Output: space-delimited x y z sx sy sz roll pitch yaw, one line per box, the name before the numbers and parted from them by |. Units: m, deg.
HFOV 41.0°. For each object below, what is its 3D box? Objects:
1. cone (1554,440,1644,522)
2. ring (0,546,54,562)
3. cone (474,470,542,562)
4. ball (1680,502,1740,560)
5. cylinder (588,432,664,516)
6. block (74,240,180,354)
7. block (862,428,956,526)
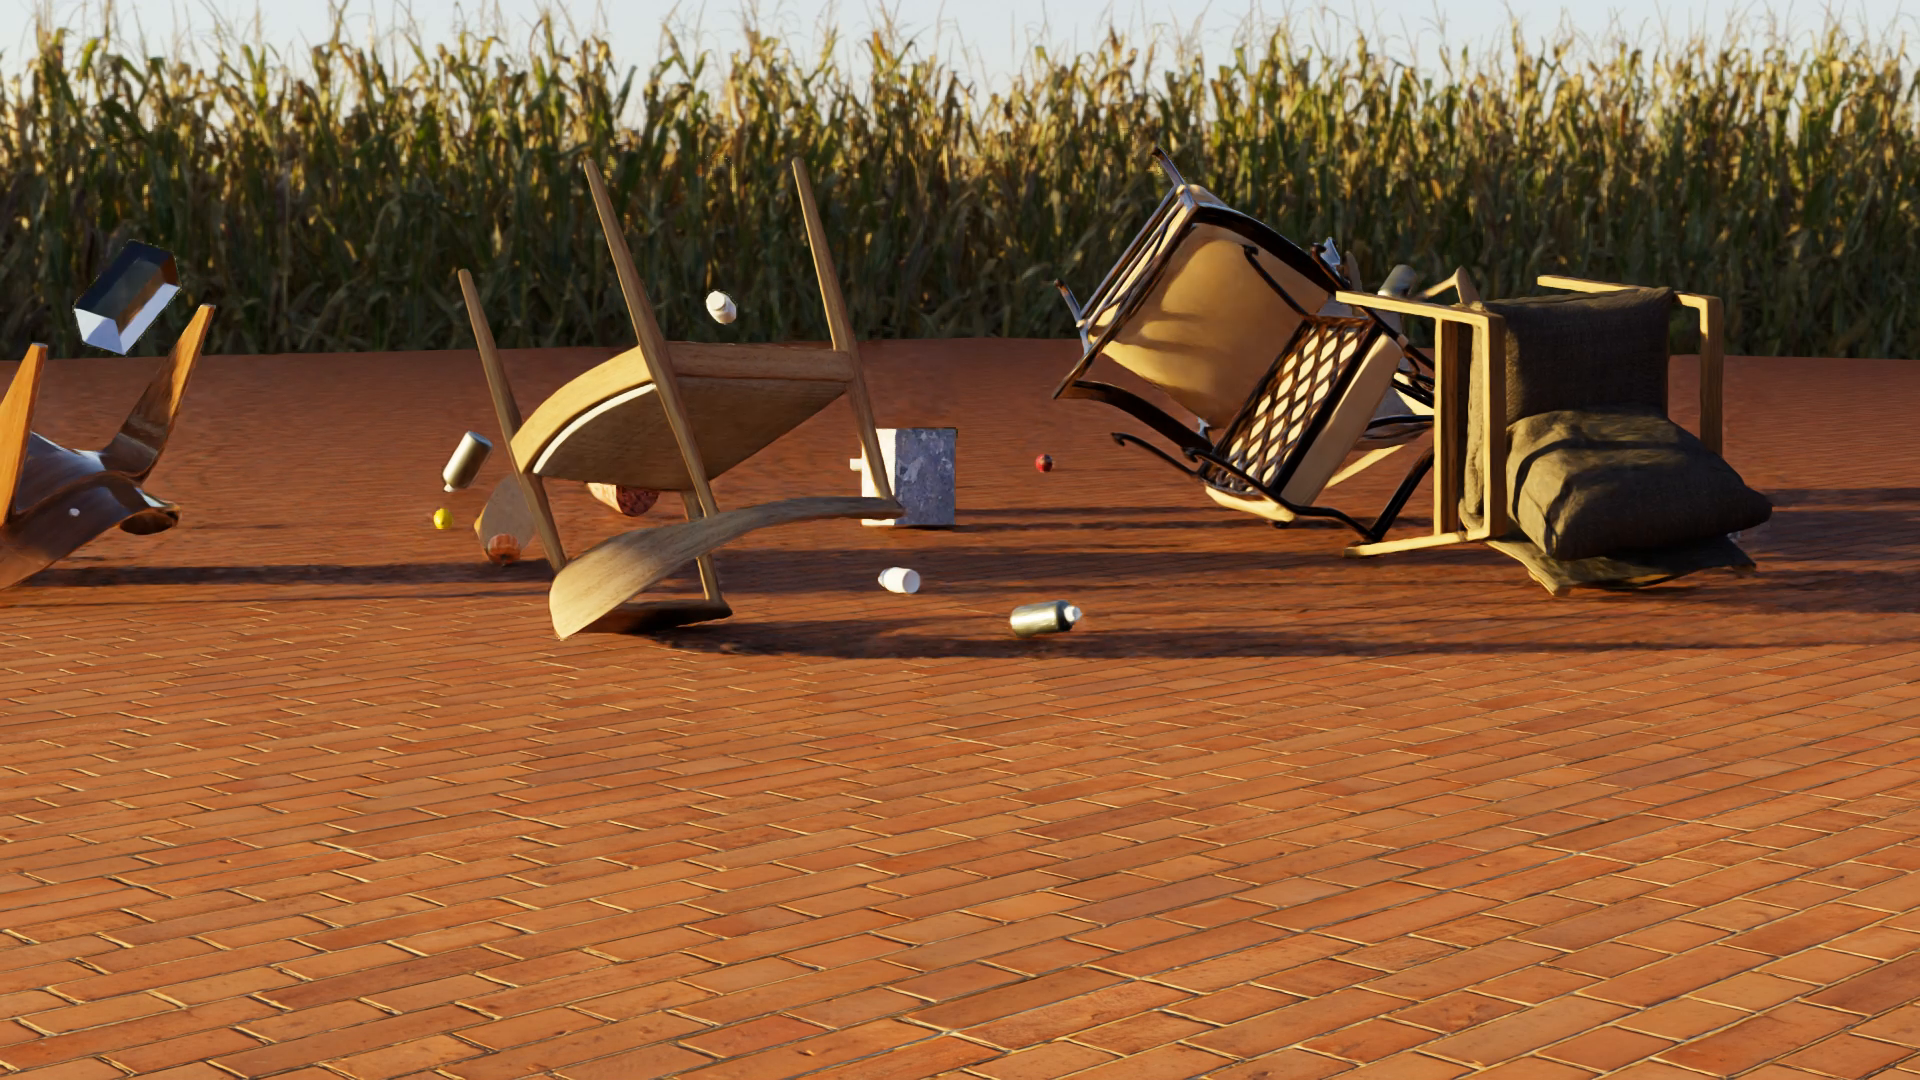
cone | 1.723 -0.118 7.036 0.240 0.228 0.299 21 -13 8
ring | -2.174 0.032 5.969 0.122 0.029 0.089 -1 7 -14
cone | -1.094 -0.045 6.010 0.126 0.151 0.273 -13 37 33
ball | 1.739 -0.020 5.951 0.134 0.134 0.134 0 6 0
cylinder | -0.911 -0.177 7.003 0.105 0.184 0.235 29 -23 25
block | -2.181 -0.636 6.727 0.120 0.125 0.277 17 50 10
block | -0.135 -0.164 6.688 0.183 0.247 0.163 0 1 -33
